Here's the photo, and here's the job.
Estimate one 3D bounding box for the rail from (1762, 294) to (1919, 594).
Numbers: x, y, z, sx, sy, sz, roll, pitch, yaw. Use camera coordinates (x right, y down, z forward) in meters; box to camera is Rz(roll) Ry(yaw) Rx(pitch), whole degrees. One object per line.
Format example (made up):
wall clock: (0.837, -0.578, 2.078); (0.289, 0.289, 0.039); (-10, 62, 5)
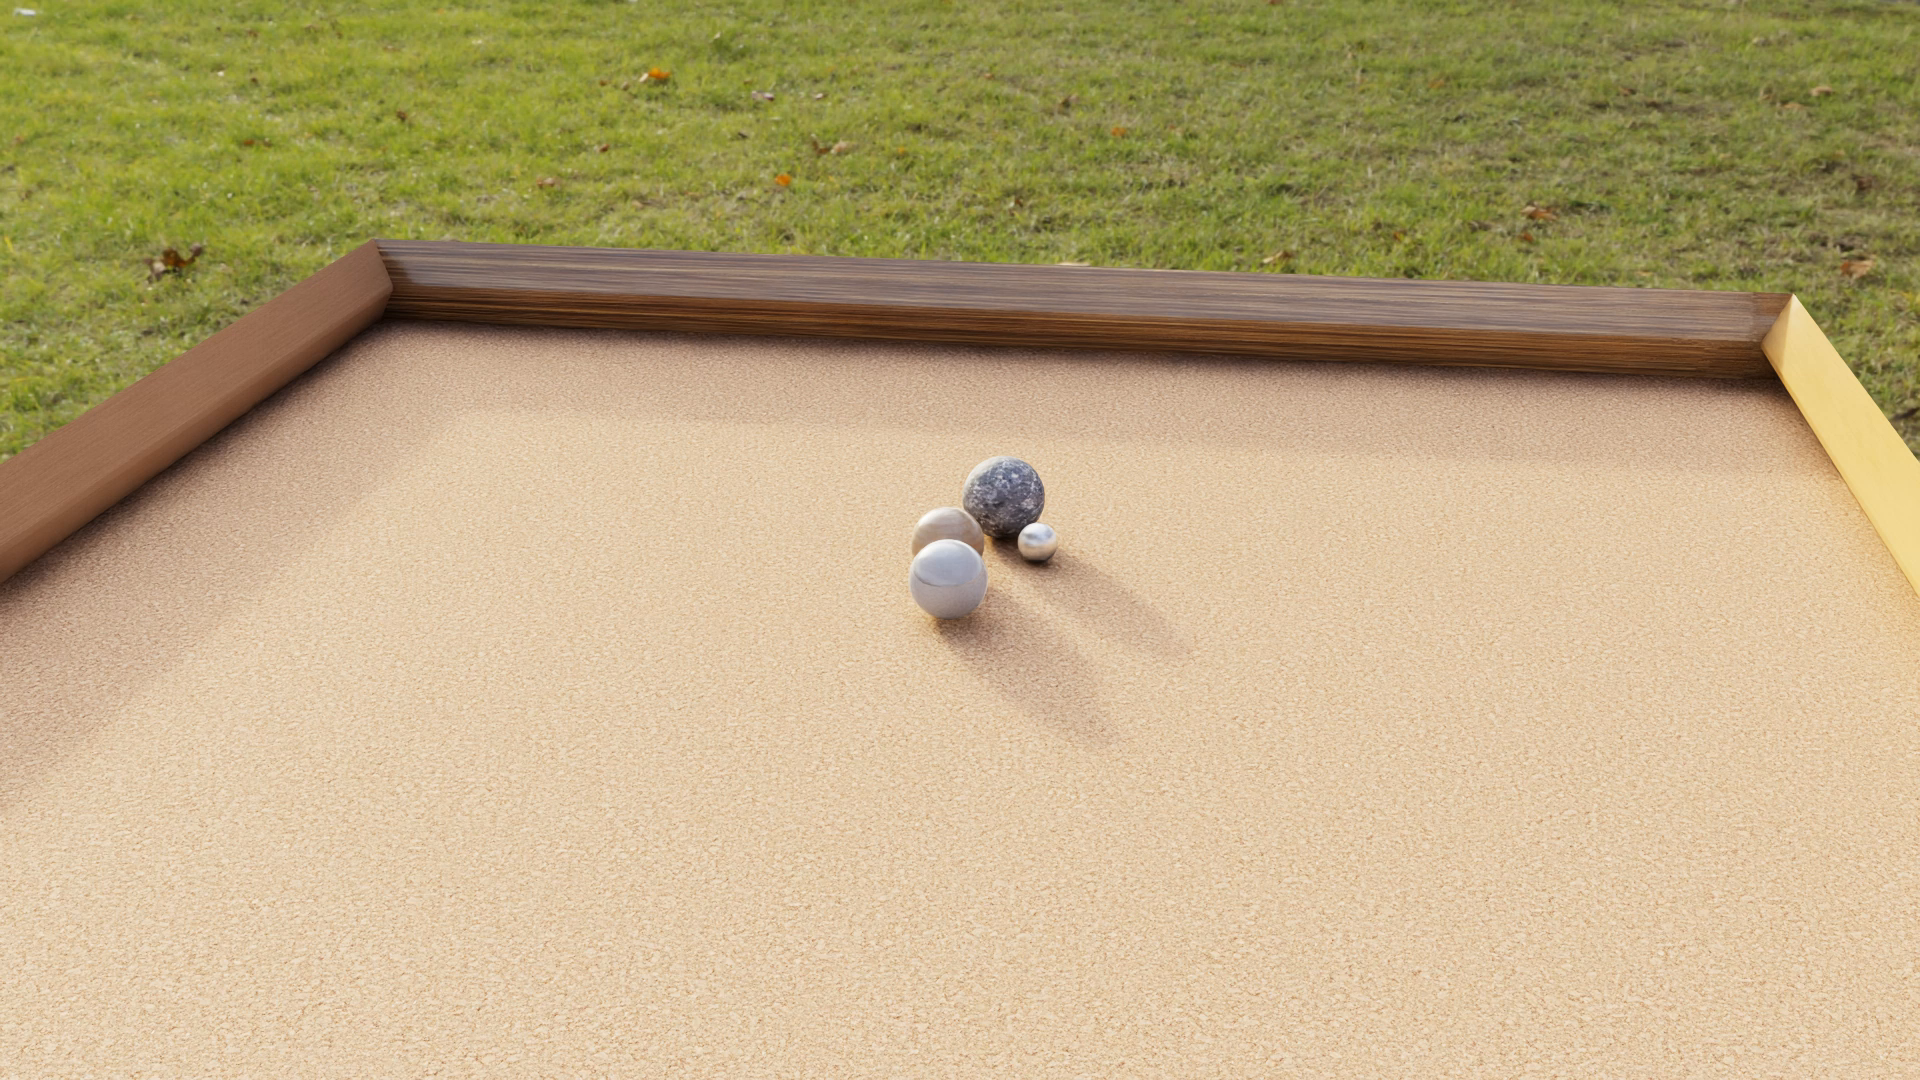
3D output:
rail: (0.884, 0.359, 1.501); (0.045, 0.126, 3.540); (3, 22, 8)

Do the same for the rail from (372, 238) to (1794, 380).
rail: (0.131, -0.339, 3.249); (2.109, 0.126, 0.045); (3, 22, 8)

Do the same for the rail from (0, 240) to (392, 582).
rail: (-1.153, 0.243, 1.791); (0.045, 0.126, 3.540); (3, 22, 8)

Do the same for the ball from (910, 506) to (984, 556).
ball: (-0.014, 0.004, 2.452); (0.083, 0.083, 0.083); (0, 22, 0)

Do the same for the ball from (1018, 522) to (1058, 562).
ball: (0.089, 0.003, 2.503); (0.046, 0.046, 0.046); (0, 22, 0)

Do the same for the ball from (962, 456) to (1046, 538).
ball: (0.051, -0.050, 2.566); (0.097, 0.097, 0.097); (0, 22, 0)

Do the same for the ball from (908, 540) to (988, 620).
ball: (-0.013, 0.042, 2.351); (0.086, 0.086, 0.086); (0, 22, 0)
